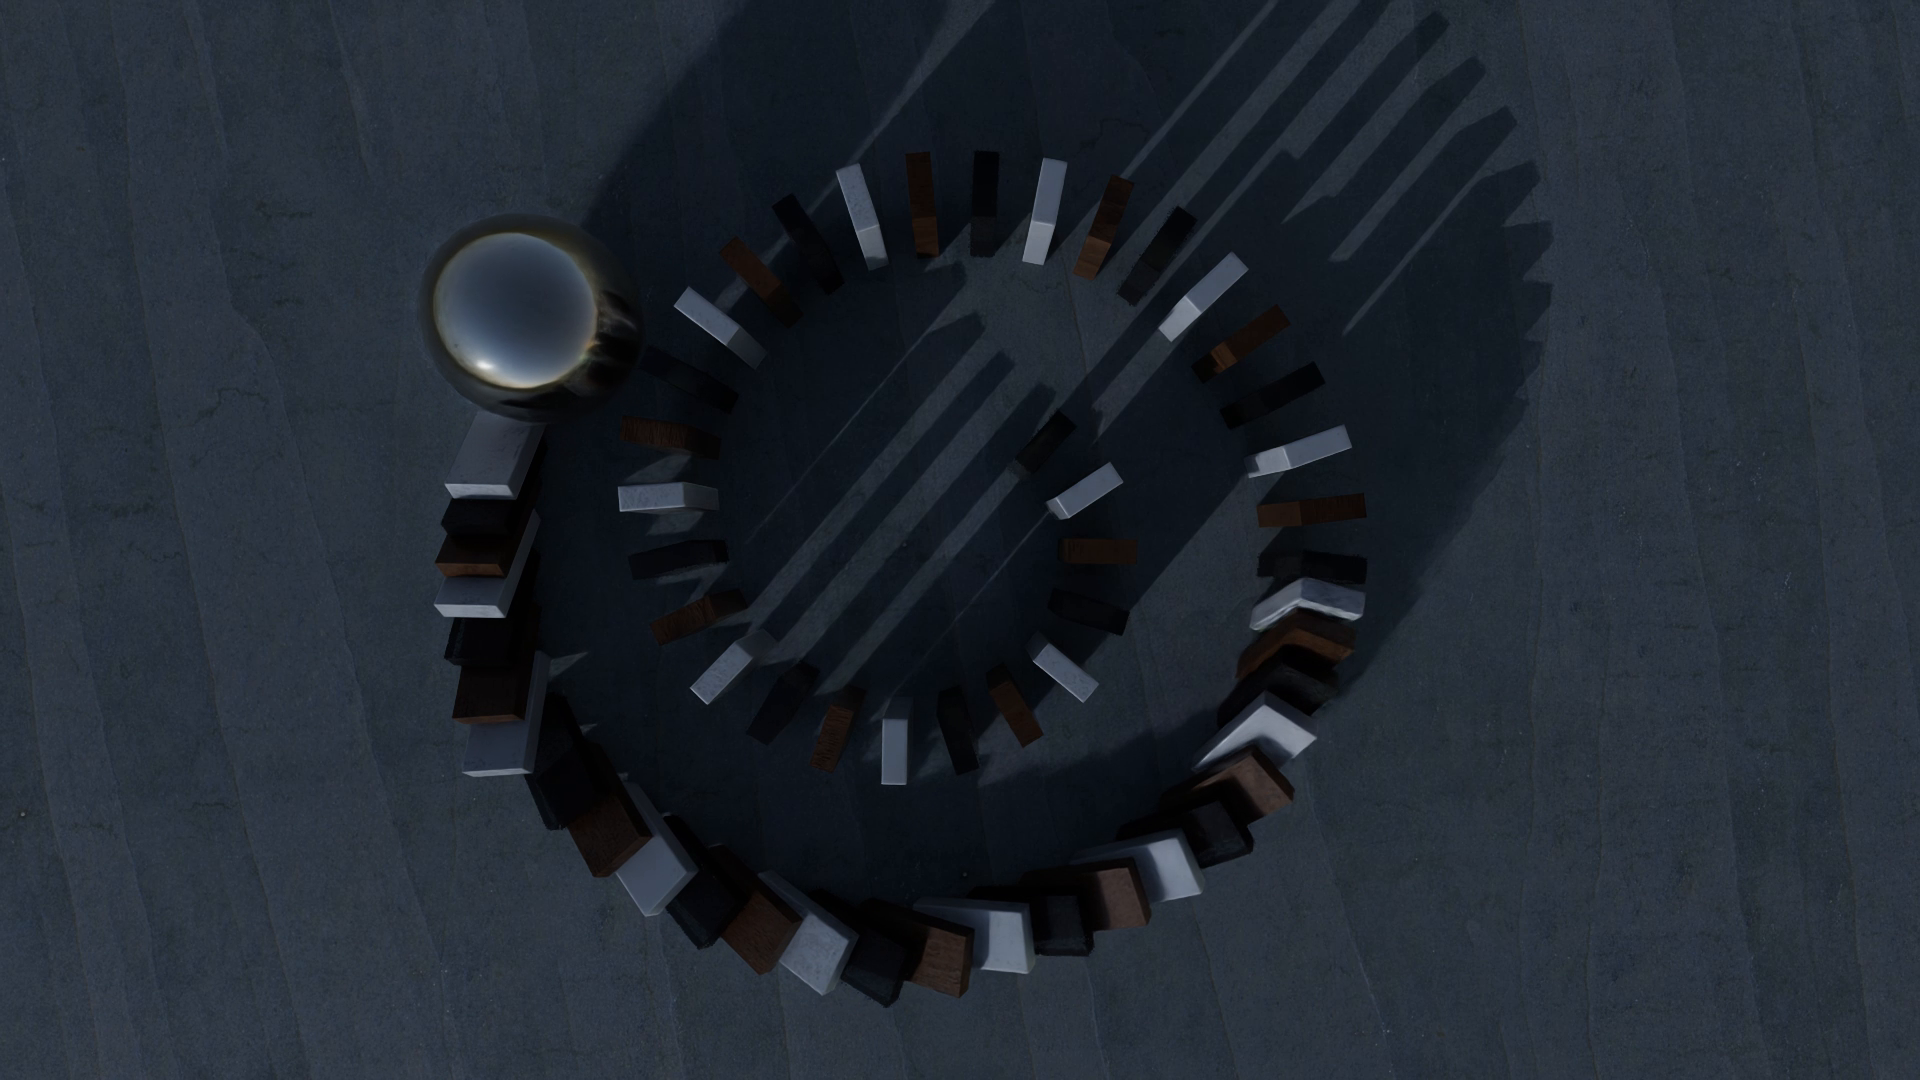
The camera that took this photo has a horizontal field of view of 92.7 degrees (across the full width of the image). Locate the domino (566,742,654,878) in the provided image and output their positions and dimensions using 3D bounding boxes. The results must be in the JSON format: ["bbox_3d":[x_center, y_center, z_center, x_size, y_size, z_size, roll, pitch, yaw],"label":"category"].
[{"bbox_3d":[-0.153,0.113,0.386,0.025,0.009,0.050,-42,66,0],"label":"domino"}]

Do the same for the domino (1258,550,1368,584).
[{"bbox_3d":[0.143,0.012,0.375,0.025,0.050,0.010,8,86,0],"label":"domino"}]

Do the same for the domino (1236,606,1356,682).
[{"bbox_3d":[0.137,0.047,0.377,0.025,0.050,0.010,22,56,0],"label":"domino"}]

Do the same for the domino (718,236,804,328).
[{"bbox_3d":[-0.080,-0.104,0.375,0.009,0.050,0.025,-44,90,0],"label":"domino"}]

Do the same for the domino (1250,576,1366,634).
[{"bbox_3d":[0.141,0.029,0.375,0.025,0.050,0.009,16,71,0],"label":"domino"}]

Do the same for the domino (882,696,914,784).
[{"bbox_3d":[-0.025,0.081,0.375,0.009,0.050,0.025,1,90,0],"label":"domino"}]

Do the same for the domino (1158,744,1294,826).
[{"bbox_3d":[0.110,0.108,0.383,0.025,0.010,0.050,49,122,0],"label":"domino"}]

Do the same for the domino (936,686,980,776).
[{"bbox_3d":[-0.001,0.077,0.375,0.010,0.050,0.025,-19,90,0],"label":"domino"}]

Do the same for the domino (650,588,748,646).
[{"bbox_3d":[-0.106,0.031,0.375,0.025,0.050,0.009,-26,90,0],"label":"domino"}]

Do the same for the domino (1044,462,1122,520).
[{"bbox_3d":[0.049,-0.019,0.375,0.025,0.050,0.010,-33,90,0],"label":"domino"}]

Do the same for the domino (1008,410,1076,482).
[{"bbox_3d":[0.033,-0.037,0.375,0.009,0.050,0.025,42,90,0],"label":"domino"}]

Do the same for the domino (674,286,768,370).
[{"bbox_3d":[-0.097,-0.086,0.375,0.025,0.050,0.010,37,90,0],"label":"domino"}]

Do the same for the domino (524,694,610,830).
[{"bbox_3d":[-0.170,0.093,0.386,0.025,0.010,0.050,-36,67,0],"label":"domino"}]

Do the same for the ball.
[{"bbox_3d":[-0.167,-0.086,0.360,0.080,0.080,0.080,0,90,0],"label":"ball"}]

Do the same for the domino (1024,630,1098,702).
[{"bbox_3d":[0.041,0.051,0.375,0.025,0.050,0.010,39,90,0],"label":"domino"}]

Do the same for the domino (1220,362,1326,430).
[{"bbox_3d":[0.127,-0.058,0.375,0.025,0.050,0.010,-28,90,0],"label":"domino"}]

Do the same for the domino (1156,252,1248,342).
[{"bbox_3d":[0.098,-0.098,0.375,0.025,0.050,0.010,-43,90,0],"label":"domino"}]

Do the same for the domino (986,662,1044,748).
[{"bbox_3d":[0.022,0.066,0.375,0.009,0.050,0.025,-31,90,0],"label":"domino"}]

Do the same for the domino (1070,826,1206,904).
[{"bbox_3d":[0.074,0.139,0.385,0.050,0.010,0.025,-24,90,27],"label":"domino"}]

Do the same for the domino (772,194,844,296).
[{"bbox_3d":[-0.061,-0.120,0.375,0.009,0.050,0.025,-34,90,0],"label":"domino"}]

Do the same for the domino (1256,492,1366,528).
[{"bbox_3d":[0.142,-0.012,0.375,0.025,0.050,0.010,-7,90,0],"label":"domino"}]

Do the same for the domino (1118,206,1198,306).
[{"bbox_3d":[0.080,-0.115,0.375,0.009,0.050,0.025,36,90,0],"label":"domino"}]

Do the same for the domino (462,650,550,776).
[{"bbox_3d":[-0.190,0.072,0.384,0.025,0.009,0.050,-4,64,2],"label":"domino"}]

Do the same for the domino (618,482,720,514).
[{"bbox_3d":[-0.118,-0.017,0.375,0.025,0.050,0.010,-4,90,0],"label":"domino"}]

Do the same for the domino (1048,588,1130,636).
[{"bbox_3d":[0.051,0.029,0.375,0.025,0.050,0.009,16,90,0],"label":"domino"}]

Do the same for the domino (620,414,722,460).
[{"bbox_3d":[-0.117,-0.041,0.375,0.025,0.050,0.009,8,90,0],"label":"domino"}]

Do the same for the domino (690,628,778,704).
[{"bbox_3d":[-0.091,0.051,0.375,0.010,0.050,0.025,44,90,0],"label":"domino"}]

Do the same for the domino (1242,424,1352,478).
[{"bbox_3d":[0.137,-0.036,0.375,0.025,0.050,0.009,-19,90,0],"label":"domino"}]

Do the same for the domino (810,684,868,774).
[{"bbox_3d":[-0.049,0.076,0.375,0.009,0.050,0.025,19,90,0],"label":"domino"}]

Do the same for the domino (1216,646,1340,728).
[{"bbox_3d":[0.131,0.066,0.379,0.025,0.009,0.050,27,135,0],"label":"domino"}]

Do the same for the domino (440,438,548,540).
[{"bbox_3d":[-0.193,-0.023,0.381,0.025,0.009,0.050,1,53,0],"label":"domino"}]

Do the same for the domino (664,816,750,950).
[{"bbox_3d":[-0.114,0.143,0.386,0.050,0.010,0.025,39,90,24],"label":"domino"}]

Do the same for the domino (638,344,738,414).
[{"bbox_3d":[-0.110,-0.065,0.375,0.025,0.050,0.010,26,90,0],"label":"domino"}]

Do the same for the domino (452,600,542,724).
[{"bbox_3d":[-0.194,0.051,0.385,0.025,0.010,0.050,-4,64,1],"label":"domino"}]

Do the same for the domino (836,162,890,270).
[{"bbox_3d":[-0.039,-0.131,0.375,0.009,0.050,0.025,-18,90,0],"label":"domino"}]

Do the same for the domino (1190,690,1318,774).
[{"bbox_3d":[0.122,0.086,0.381,0.025,0.009,0.050,33,127,0],"label":"domino"}]

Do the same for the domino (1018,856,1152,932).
[{"bbox_3d":[0.052,0.150,0.385,0.050,0.010,0.025,-18,90,25],"label":"domino"}]

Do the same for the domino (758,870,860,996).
[{"bbox_3d":[-0.069,0.164,0.385,0.050,0.010,0.025,26,91,24],"label":"domino"}]

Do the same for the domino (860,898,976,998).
[{"bbox_3d":[-0.020,0.171,0.385,0.050,0.009,0.025,7,90,25],"label":"domino"}]

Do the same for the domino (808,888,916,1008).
[{"bbox_3d":[-0.045,0.171,0.385,0.050,0.009,0.025,19,91,24],"label":"domino"}]

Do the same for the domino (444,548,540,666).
[{"bbox_3d":[-0.196,0.027,0.385,0.025,0.009,0.050,0,64,0],"label":"domino"}]

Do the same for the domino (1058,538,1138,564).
[{"bbox_3d":[0.055,0.004,0.375,0.025,0.050,0.009,1,90,0],"label":"domino"}]

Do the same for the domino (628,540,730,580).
[{"bbox_3d":[-0.114,0.008,0.375,0.025,0.050,0.009,-14,90,0],"label":"domino"}]

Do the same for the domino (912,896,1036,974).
[{"bbox_3d":[0.006,0.165,0.385,0.050,0.010,0.025,-6,90,24],"label":"domino"}]

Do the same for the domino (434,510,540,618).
[{"bbox_3d":[-0.196,0.008,0.381,0.025,0.009,0.050,1,54,0],"label":"domino"}]

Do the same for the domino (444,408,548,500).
[{"bbox_3d":[-0.191,-0.039,0.381,0.025,0.009,0.050,1,53,0],"label":"domino"}]

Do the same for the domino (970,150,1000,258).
[{"bbox_3d":[0.010,-0.136,0.375,0.010,0.050,0.025,3,90,0],"label":"domino"}]

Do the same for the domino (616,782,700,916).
[{"bbox_3d":[-0.134,0.129,0.386,0.025,0.010,0.050,-47,66,0],"label":"domino"}]

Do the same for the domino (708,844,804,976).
[{"bbox_3d":[-0.092,0.155,0.386,0.050,0.010,0.025,32,90,24],"label":"domino"}]

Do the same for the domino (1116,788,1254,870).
[{"bbox_3d":[0.094,0.125,0.384,0.050,0.010,0.025,-31,90,29],"label":"domino"}]

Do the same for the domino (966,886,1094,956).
[{"bbox_3d":[0.029,0.160,0.385,0.050,0.009,0.025,-11,90,25],"label":"domino"}]

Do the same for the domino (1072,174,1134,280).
[{"bbox_3d":[0.058,-0.126,0.375,0.009,0.050,0.025,21,90,0],"label":"domino"}]

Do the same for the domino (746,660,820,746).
[{"bbox_3d":[-0.071,0.066,0.375,0.009,0.050,0.025,30,90,0],"label":"domino"}]

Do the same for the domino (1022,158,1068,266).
[{"bbox_3d":[0.034,-0.133,0.375,0.010,0.050,0.025,11,90,0],"label":"domino"}]

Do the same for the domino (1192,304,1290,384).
[{"bbox_3d":[0.114,-0.079,0.375,0.025,0.050,0.010,-35,90,0],"label":"domino"}]

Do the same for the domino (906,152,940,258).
[{"bbox_3d":[-0.015,-0.136,0.375,0.009,0.050,0.025,-6,90,0],"label":"domino"}]

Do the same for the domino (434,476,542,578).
[{"bbox_3d":[-0.195,-0.008,0.381,0.025,0.009,0.050,1,53,0],"label":"domino"}]
